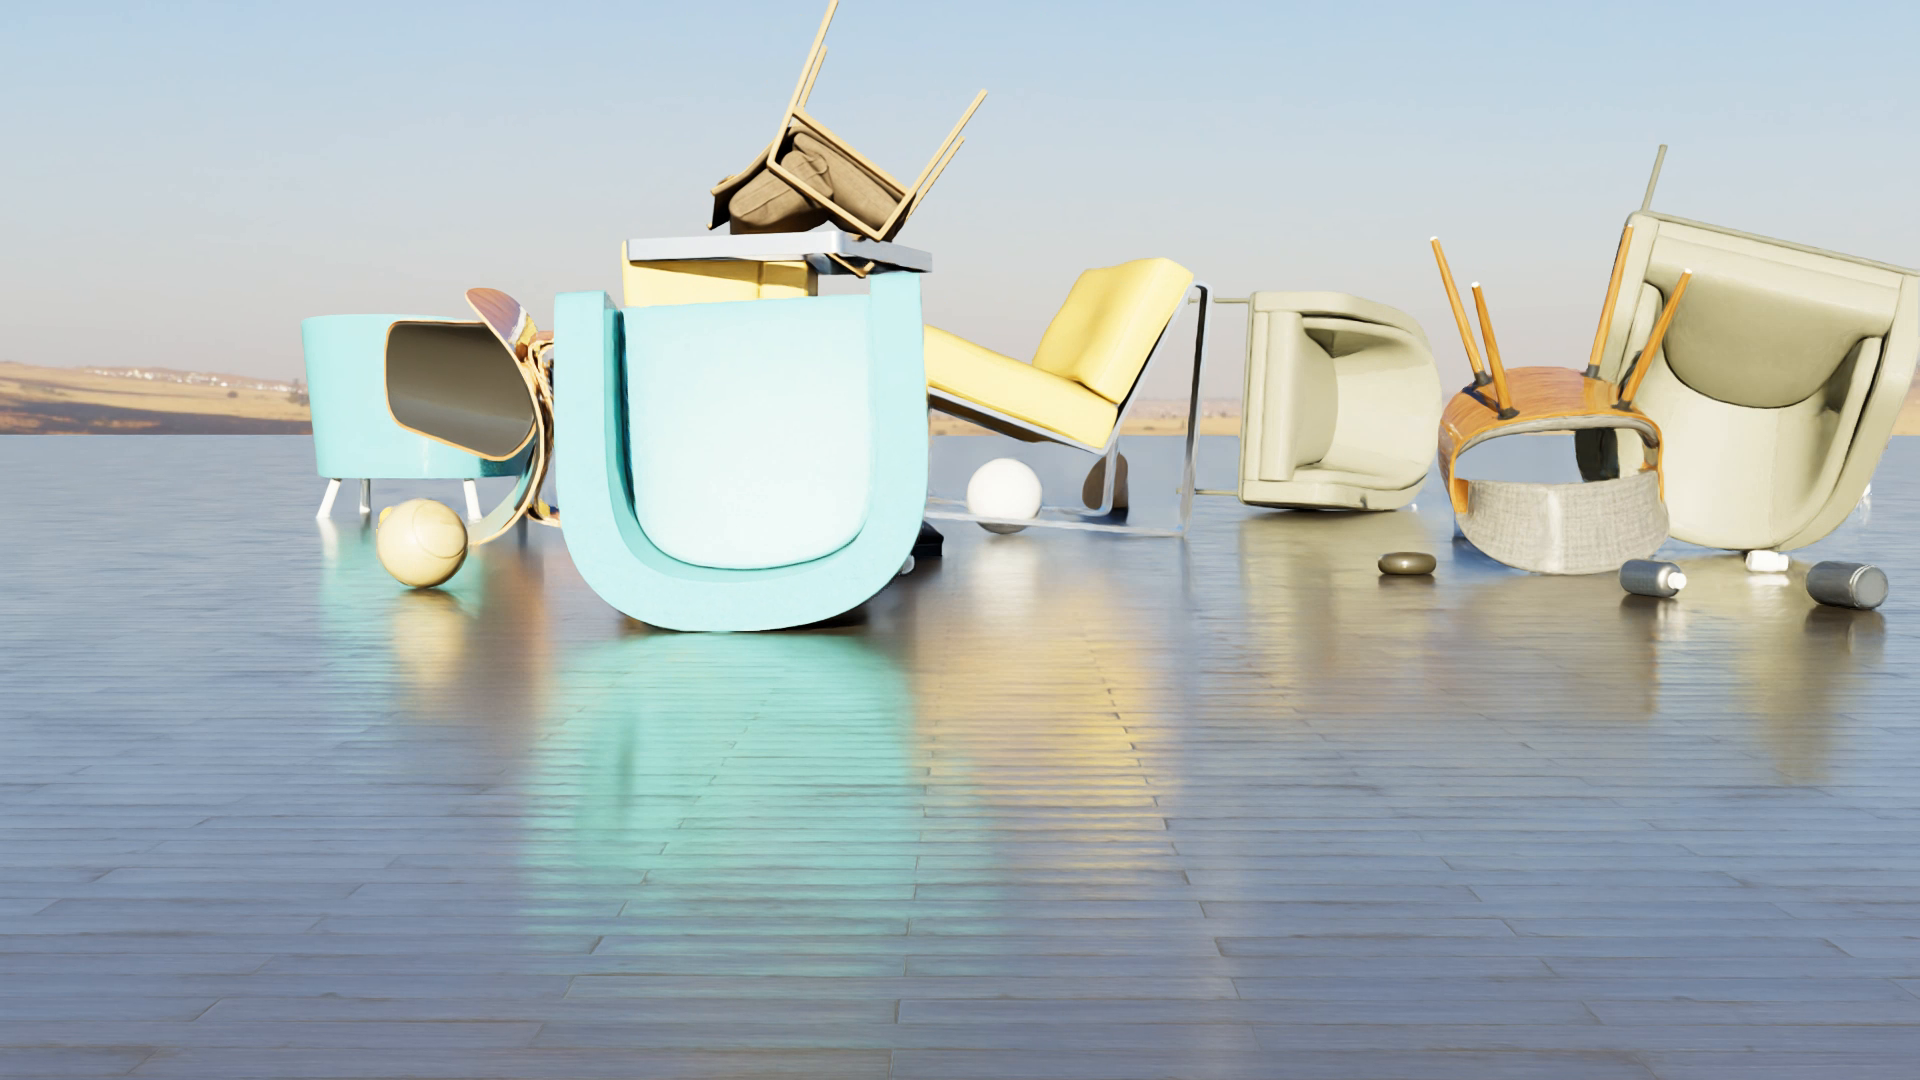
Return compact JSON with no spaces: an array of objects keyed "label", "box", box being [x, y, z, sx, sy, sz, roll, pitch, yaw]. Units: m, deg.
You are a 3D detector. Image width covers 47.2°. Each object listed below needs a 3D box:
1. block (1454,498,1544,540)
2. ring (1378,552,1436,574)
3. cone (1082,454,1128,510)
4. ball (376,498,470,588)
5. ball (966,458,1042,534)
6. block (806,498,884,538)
[{"label":"block","box":[1.634,-0.063,6.668,0.177,0.110,0.205,-4,5,-42]},{"label":"ring","box":[1.089,0.057,5.356,0.153,0.051,0.133,-2,3,-37]},{"label":"cone","box":[0.592,-0.173,8.300,0.206,0.285,0.162,-23,-52,31]},{"label":"ball","box":[-1.210,0.008,4.954,0.202,0.202,0.202,0,4,0]},{"label":"ball","box":[0.138,-0.135,6.785,0.236,0.236,0.236,0,4,0]},{"label":"block","box":[-0.349,-0.066,6.710,0.163,0.110,0.174,3,5,34]}]
